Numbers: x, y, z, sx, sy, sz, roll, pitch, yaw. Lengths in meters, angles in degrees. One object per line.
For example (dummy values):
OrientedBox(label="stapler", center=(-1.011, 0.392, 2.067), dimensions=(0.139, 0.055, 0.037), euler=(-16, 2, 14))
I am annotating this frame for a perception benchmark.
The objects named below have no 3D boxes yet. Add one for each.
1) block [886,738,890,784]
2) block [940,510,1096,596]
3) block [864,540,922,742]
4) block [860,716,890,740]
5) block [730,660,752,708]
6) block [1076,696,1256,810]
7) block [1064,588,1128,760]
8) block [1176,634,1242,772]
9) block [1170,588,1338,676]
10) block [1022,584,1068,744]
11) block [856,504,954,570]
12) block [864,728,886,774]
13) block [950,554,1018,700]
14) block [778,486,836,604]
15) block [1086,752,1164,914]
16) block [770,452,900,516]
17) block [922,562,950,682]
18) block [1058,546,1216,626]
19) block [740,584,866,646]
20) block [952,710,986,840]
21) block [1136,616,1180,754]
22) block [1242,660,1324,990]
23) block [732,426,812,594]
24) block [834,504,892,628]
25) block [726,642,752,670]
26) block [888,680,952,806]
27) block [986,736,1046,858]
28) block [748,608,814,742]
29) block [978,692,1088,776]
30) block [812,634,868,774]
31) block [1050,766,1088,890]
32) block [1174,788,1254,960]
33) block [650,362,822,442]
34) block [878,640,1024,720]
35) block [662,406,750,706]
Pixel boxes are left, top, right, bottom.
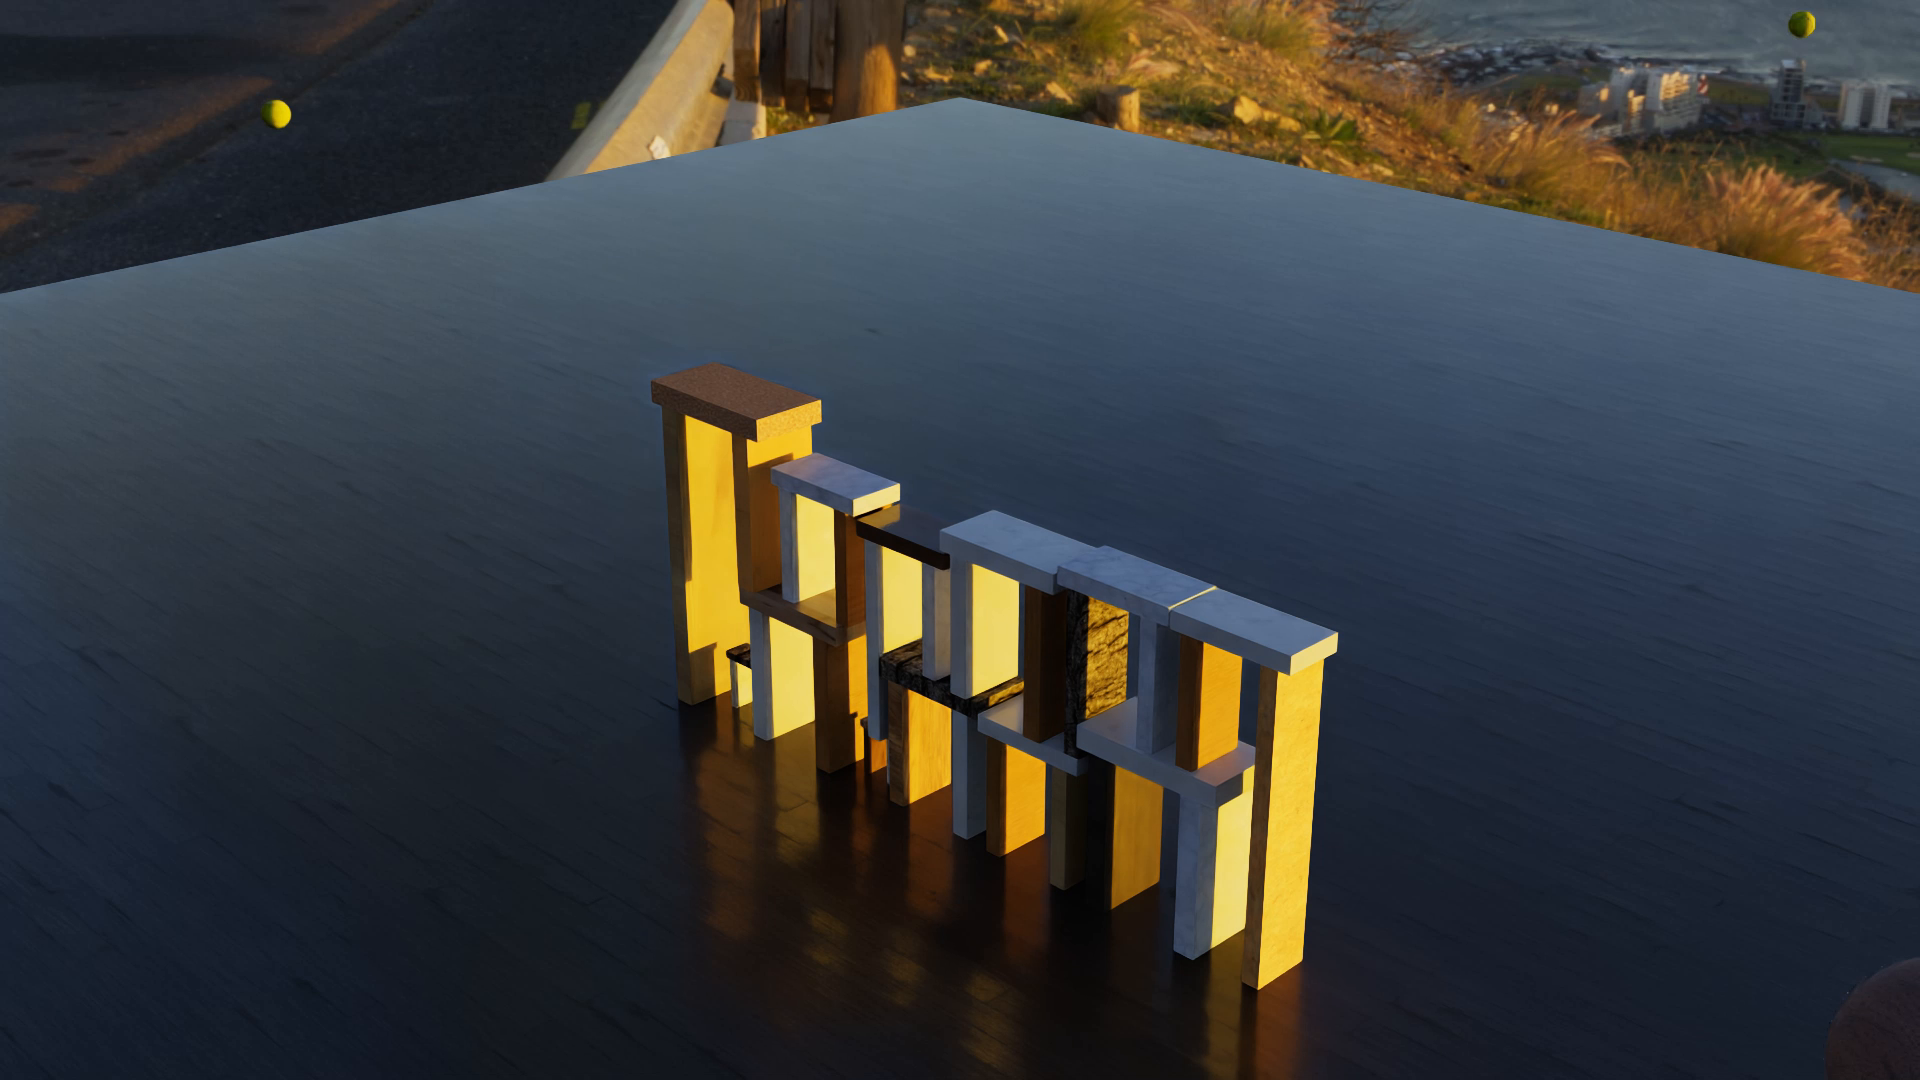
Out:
OrientedBox(label="block", center=(-0.128, 0.452, 4.562), dimensions=(0.015, 0.104, 0.052), euler=(21, 31, 41))
OrientedBox(label="block", center=(0.116, 0.021, 4.107), dimensions=(0.292, 0.041, 0.146), euler=(21, 31, 41))
OrientedBox(label="block", center=(-0.133, 0.188, 4.451), dimensions=(0.035, 0.439, 0.122), euler=(21, 31, 41))
OrientedBox(label="block", center=(-0.153, 0.387, 4.562), dimensions=(0.104, 0.015, 0.052), euler=(21, 31, 41))
OrientedBox(label="block", center=(-0.482, 0.310, 4.883), dimensions=(0.016, 0.116, 0.058), euler=(21, 31, 41))
OrientedBox(label="block", center=(0.385, 0.381, 3.974), dimensions=(0.324, 0.046, 0.162), euler=(21, 31, 41))
OrientedBox(label="block", center=(0.251, 0.228, 4.044), dimensions=(0.037, 0.336, 0.130), euler=(21, 31, 40))
OrientedBox(label="block", center=(0.438, 0.266, 3.857), dimensions=(0.036, 0.257, 0.129), euler=(21, 31, 41))
OrientedBox(label="block", center=(0.499, 0.154, 3.744), dimensions=(0.257, 0.036, 0.129), euler=(21, 31, 41))
OrientedBox(label="block", center=(0.185, 0.211, 4.113), dimensions=(0.041, 0.313, 0.146), euler=(21, 31, 41))
OrientedBox(label="block", center=(-0.076, -0.008, 4.306), dimensions=(0.244, 0.035, 0.122), euler=(21, 31, 41))
OrientedBox(label="block", center=(-0.177, 0.433, 4.608), dimensions=(0.015, 0.104, 0.052), euler=(21, 31, 41))
OrientedBox(label="block", center=(0.048, 0.147, 4.236), dimensions=(0.041, 0.292, 0.146), euler=(21, 31, 40))
OrientedBox(label="block", center=(-0.313, -0.005, 4.564), dimensions=(0.035, 0.250, 0.125), euler=(21, 31, 41))
OrientedBox(label="block", center=(0.309, 0.522, 4.117), dimensions=(0.046, 0.324, 0.162), euler=(21, 31, 41))
OrientedBox(label="block", center=(-0.254, -0.114, 4.454), dimensions=(0.125, 0.035, 0.250), euler=(-21, 31, -41))
OrientedBox(label="block", center=(-0.018, 0.143, 4.307), dimensions=(0.035, 0.244, 0.122), euler=(21, 31, 41))
OrientedBox(label="block", center=(0.312, 0.080, 3.915), dimensions=(0.259, 0.037, 0.130), euler=(21, 31, 40))
OrientedBox(label="block", center=(-0.306, 0.135, 4.609), dimensions=(0.304, 0.043, 0.152), euler=(21, 31, 41))
OrientedBox(label="block", center=(0.049, 0.443, 4.364), dimensions=(0.039, 0.275, 0.138), euler=(21, 31, 41))
OrientedBox(label="block", center=(0.374, 0.240, 3.916), dimensions=(0.037, 0.259, 0.130), euler=(21, 31, 41))
OrientedBox(label="block", center=(0.559, 0.484, 3.818), dimensions=(0.036, 0.627, 0.129), euler=(21, 31, 41))
OrientedBox(label="block", center=(-0.389, -0.078, 4.611), dimensions=(0.049, 0.346, 0.173), euler=(21, 31, 41))
OrientedBox(label="block", center=(-0.195, 0.041, 4.455), dimensions=(0.035, 0.250, 0.125), euler=(21, 31, 41))
OrientedBox(label="block", center=(-0.454, 0.259, 4.832), dimensions=(0.116, 0.016, 0.058), euler=(21, 31, 41))
OrientedBox(label="block", center=(-0.081, 0.392, 4.483), dimensions=(0.039, 0.275, 0.138), euler=(21, 31, 41))
OrientedBox(label="block", center=(0.110, 0.480, 4.302), dimensions=(0.036, 0.256, 0.128), euler=(21, 31, 41))
OrientedBox(label="block", center=(-0.378, 0.267, 4.743), dimensions=(0.043, 0.304, 0.152), euler=(21, 31, 41))
OrientedBox(label="block", center=(0.170, 0.369, 4.189), dimensions=(0.257, 0.036, 0.128), euler=(21, 31, 41))
OrientedBox(label="block", center=(-0.234, 0.323, 4.611), dimensions=(0.043, 0.304, 0.152), euler=(21, 31, 41))
OrientedBox(label="block", center=(0.231, 0.527, 4.190), dimensions=(0.128, 0.256, 0.036), euler=(-21, 31, -41))
OrientedBox(label="block", center=(0.462, 0.581, 3.976), dimensions=(0.046, 0.324, 0.162), euler=(21, 31, 41))
OrientedBox(label="block", center=(-0.471, -0.292, 4.609), dimensions=(0.346, 0.049, 0.173), euler=(22, 31, 41))
OrientedBox(label="block", center=(-0.016, 0.273, 4.362), dimensions=(0.275, 0.039, 0.138), euler=(21, 31, 41))
OrientedBox(label="block", center=(-0.553, 0.019, 4.829), dimensions=(0.049, 0.694, 0.173), euler=(21, 31, 41))
